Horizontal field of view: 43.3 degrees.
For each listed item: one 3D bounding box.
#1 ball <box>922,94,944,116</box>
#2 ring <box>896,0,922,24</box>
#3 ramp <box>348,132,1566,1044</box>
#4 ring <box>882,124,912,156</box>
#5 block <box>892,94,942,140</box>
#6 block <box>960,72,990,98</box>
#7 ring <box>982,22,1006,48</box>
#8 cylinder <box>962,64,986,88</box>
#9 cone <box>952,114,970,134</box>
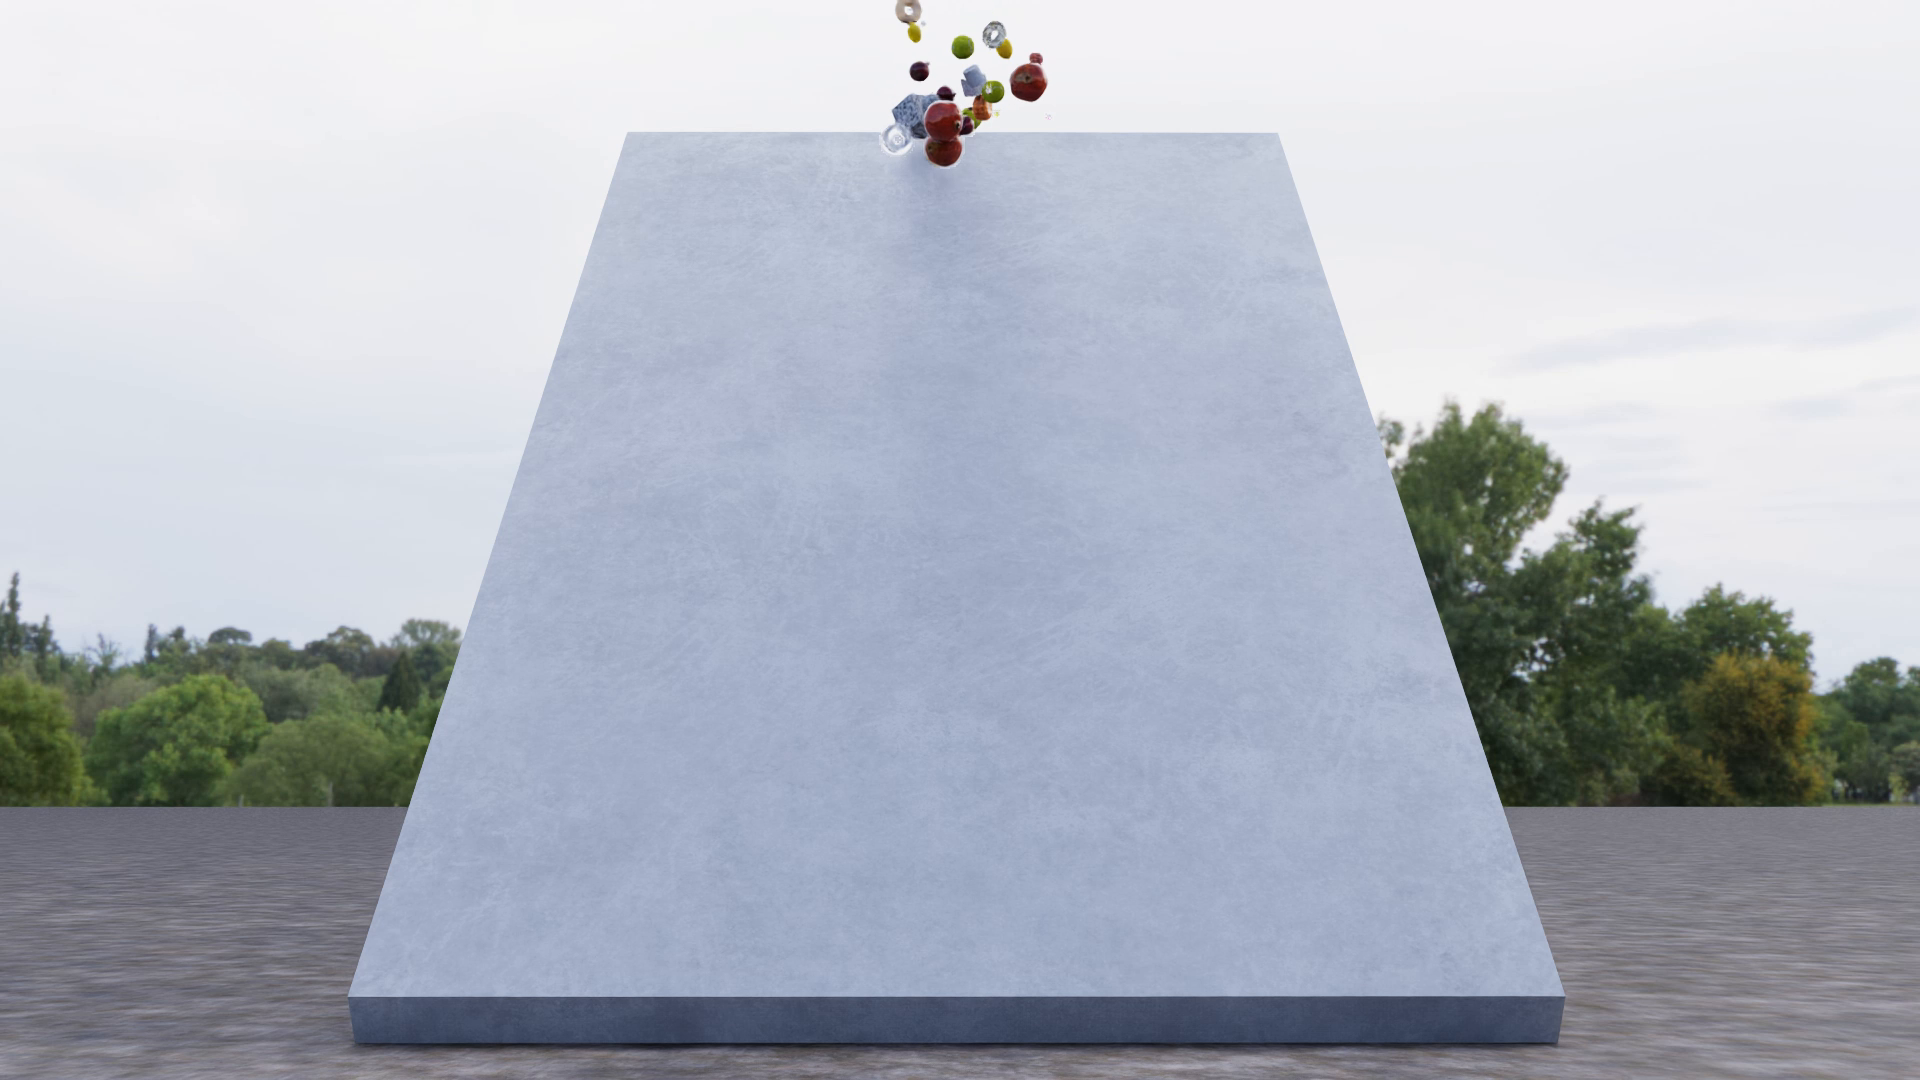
[{"bbox_3d":[-0.081,-1.289,7.155,0.065,0.065,0.065,0,-6,0],"label":"ball"},{"bbox_3d":[-0.156,-1.606,7.328,0.084,0.084,0.028,3,18,-27],"label":"ring"},{"bbox_3d":[-0.013,-0.209,5.724,2.000,0.100,4.000,0,30,0],"label":"ramp"},{"bbox_3d":[-0.180,-1.151,6.947,0.092,0.092,0.031,2,10,-15],"label":"ring"},{"bbox_3d":[-0.130,-1.278,7.294,0.094,0.094,0.094,-3,-23,-46],"label":"block"},{"bbox_3d":[0.044,-1.358,7.214,0.055,0.055,0.055,5,28,46],"label":"block"},{"bbox_3d":[0.099,-1.459,6.977,0.080,0.080,0.027,-4,-8,36],"label":"ring"},{"bbox_3d":[0.041,-1.343,6.993,0.050,0.050,0.050,-26,24,12],"label":"cylinder"},{"bbox_3d":[-0.012,-1.259,7.238,0.063,0.063,0.063,-24,-29,-14],"label":"cone"}]
